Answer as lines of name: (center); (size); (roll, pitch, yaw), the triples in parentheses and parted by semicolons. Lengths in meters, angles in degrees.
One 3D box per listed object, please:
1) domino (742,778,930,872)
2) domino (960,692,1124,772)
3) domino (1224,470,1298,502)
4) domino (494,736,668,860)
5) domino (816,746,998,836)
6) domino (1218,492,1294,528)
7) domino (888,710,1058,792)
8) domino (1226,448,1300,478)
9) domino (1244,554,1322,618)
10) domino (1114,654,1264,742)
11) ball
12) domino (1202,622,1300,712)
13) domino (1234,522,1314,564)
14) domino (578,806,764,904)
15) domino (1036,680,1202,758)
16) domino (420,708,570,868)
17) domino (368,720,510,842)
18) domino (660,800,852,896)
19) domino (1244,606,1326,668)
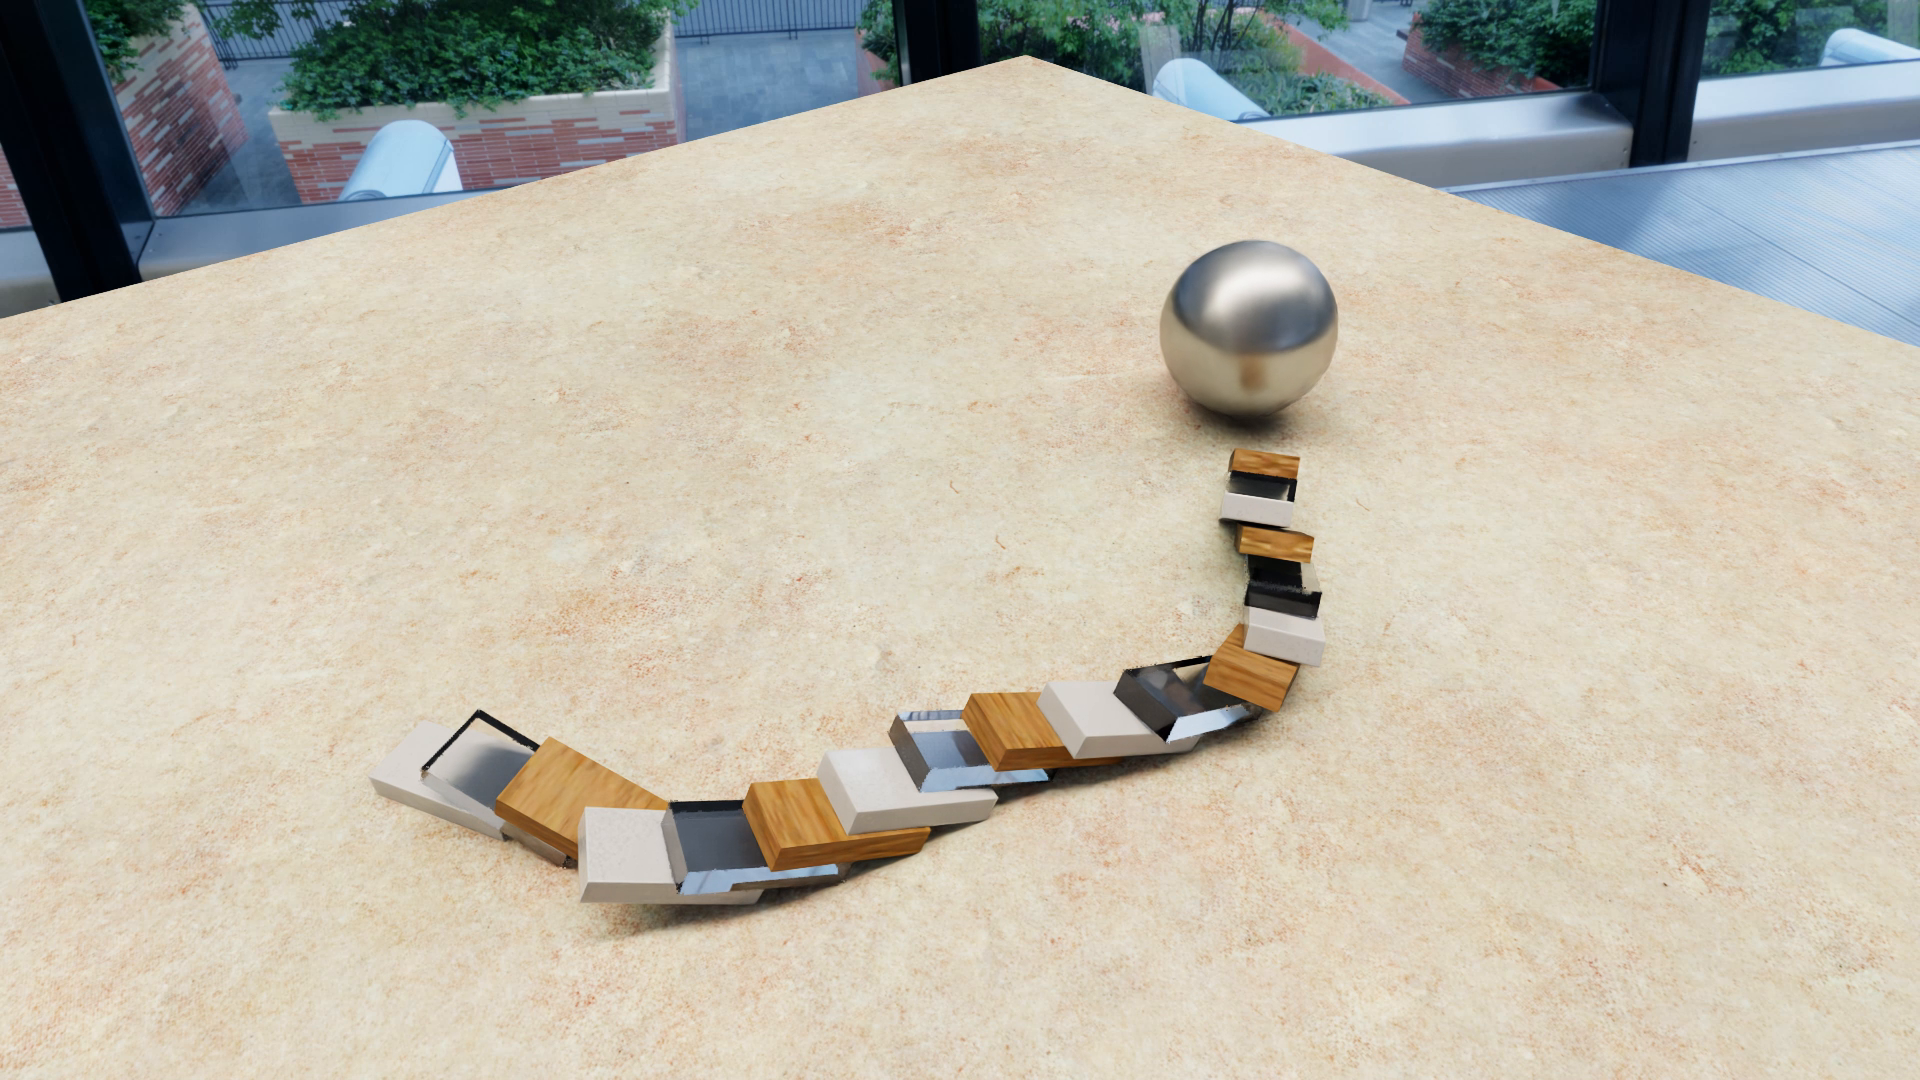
domino: (-0.036, 0.083, 0.327); (0.050, 0.009, 0.025); (4, 32, -36)
domino: (0.028, 0.061, 0.354); (0.050, 0.010, 0.025); (4, 33, -33)
domino: (0.121, -0.020, 0.446); (0.025, 0.009, 0.050); (9, 2, 11)
domino: (-0.109, 0.082, 0.329); (0.050, 0.010, 0.025); (29, 43, 0)
domino: (-0.016, 0.075, 0.336); (0.050, 0.010, 0.025); (4, 32, -35)
domino: (0.116, -0.011, 0.434); (0.025, 0.009, 0.050); (9, 2, 12)
domino: (0.005, 0.066, 0.348); (0.050, 0.010, 0.025); (4, 33, -33)
domino: (0.125, -0.030, 0.457); (0.025, 0.010, 0.050); (9, 2, 11)
domino: (0.119, 0.015, 0.408); (0.025, 0.010, 0.050); (10, 14, 12)
domino: (0.078, 0.052, 0.366); (0.050, 0.010, 0.025); (-3, 33, -41)
ball: (0.132, -0.097, 0.506); (0.080, 0.080, 0.080); (0, 39, 0)
domino: (0.101, 0.042, 0.374); (0.025, 0.009, 0.050); (21, 17, 20)
domino: (0.119, 0.001, 0.421); (0.025, 0.009, 0.050); (9, 5, 11)
domino: (-0.083, 0.091, 0.316); (0.050, 0.009, 0.025); (11, 34, -28)
domino: (0.052, 0.058, 0.358); (0.050, 0.009, 0.025); (4, 33, -33)
domino: (-0.135, 0.076, 0.336); (0.050, 0.010, 0.025); (31, 44, 0)
domino: (-0.159, 0.076, 0.351); (0.050, 0.009, 0.025); (14, 41, 16)
domino: (-0.059, 0.088, 0.320); (0.050, 0.010, 0.025); (7, 33, -33)
domino: (0.114, 0.030, 0.389); (0.025, 0.010, 0.050); (13, 15, 12)
